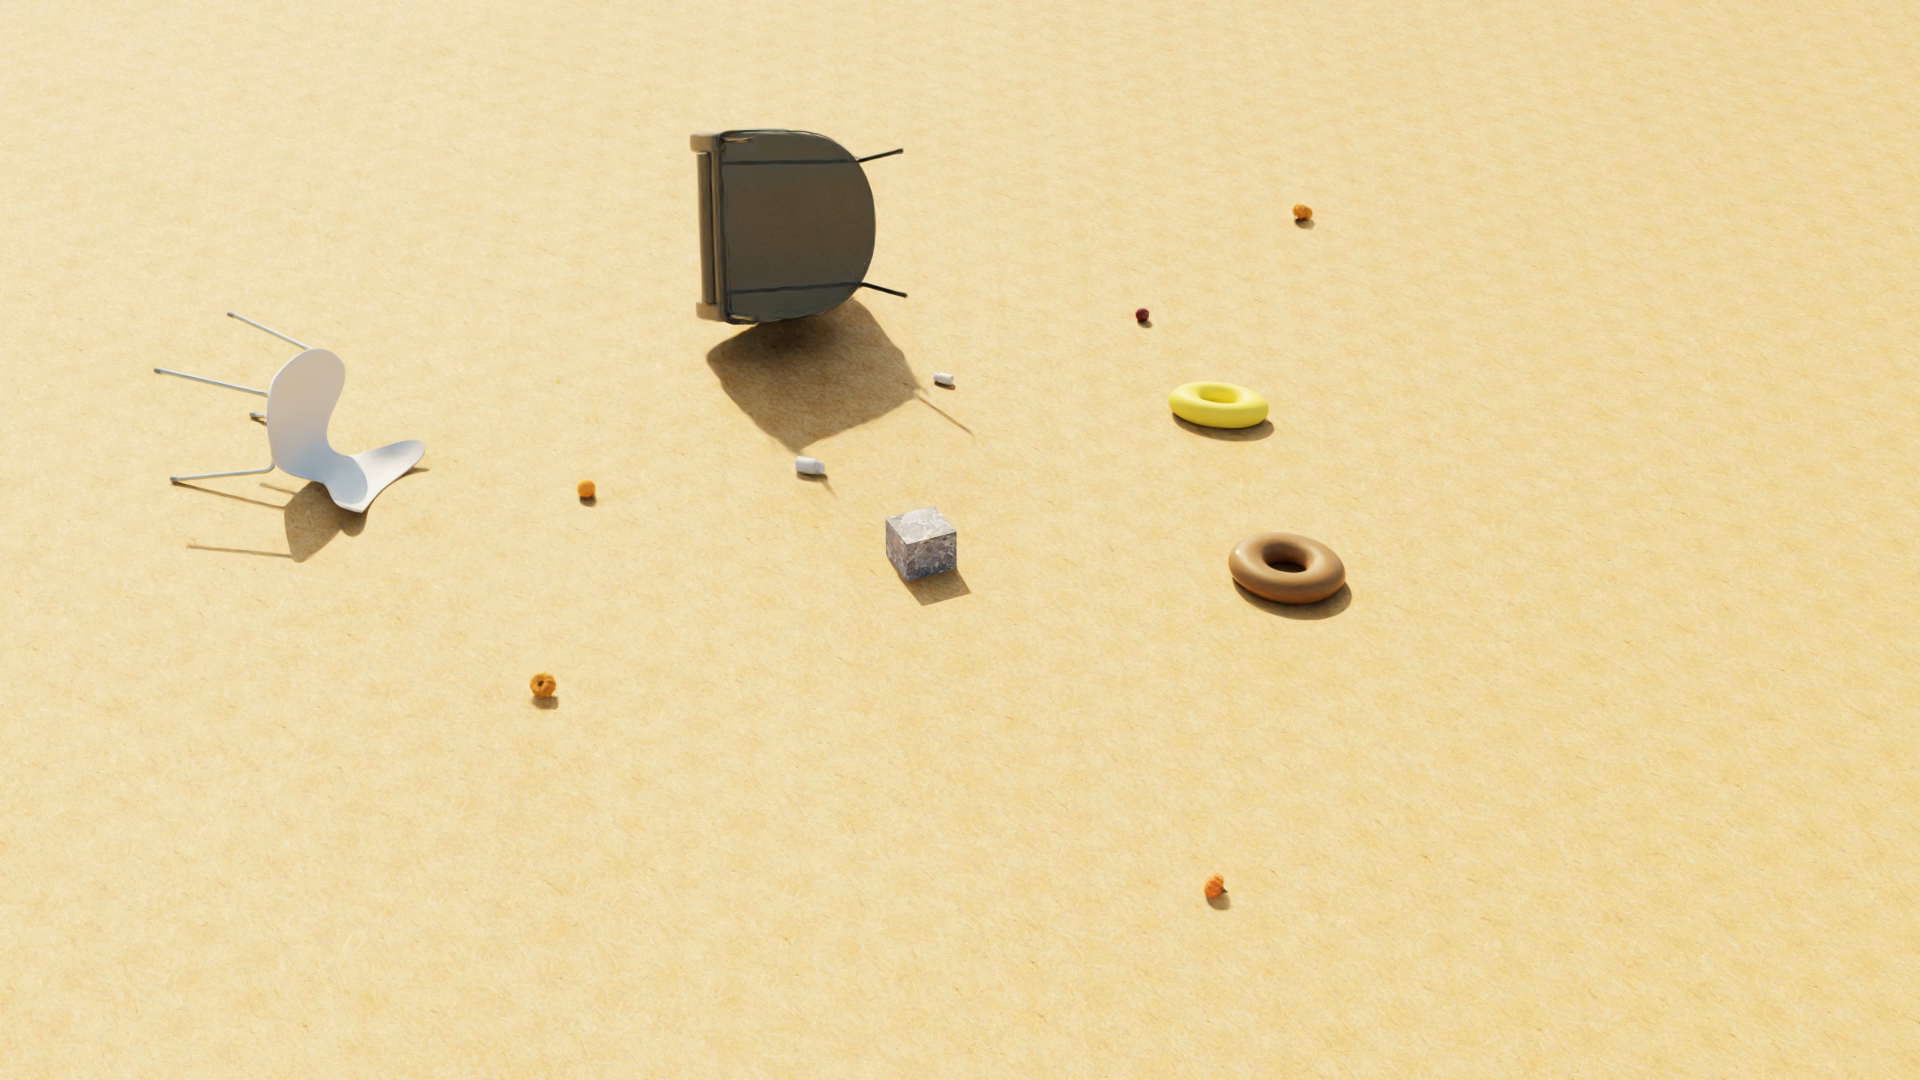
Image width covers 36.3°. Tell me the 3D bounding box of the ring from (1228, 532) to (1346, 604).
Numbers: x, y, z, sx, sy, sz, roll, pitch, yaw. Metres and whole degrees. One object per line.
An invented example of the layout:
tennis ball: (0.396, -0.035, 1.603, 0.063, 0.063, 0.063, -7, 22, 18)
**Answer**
ring: (1.192, 0.101, 10.697, 0.441, 0.105, 0.373, 19, 39, 25)

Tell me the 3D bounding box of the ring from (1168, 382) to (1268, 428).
ring: (1.029, -0.538, 11.667, 0.405, 0.105, 0.235, 8, 36, 11)

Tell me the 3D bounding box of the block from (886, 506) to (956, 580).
block: (-0.143, 0.012, 10.779, 0.200, 0.162, 0.193, -15, 36, -21)
